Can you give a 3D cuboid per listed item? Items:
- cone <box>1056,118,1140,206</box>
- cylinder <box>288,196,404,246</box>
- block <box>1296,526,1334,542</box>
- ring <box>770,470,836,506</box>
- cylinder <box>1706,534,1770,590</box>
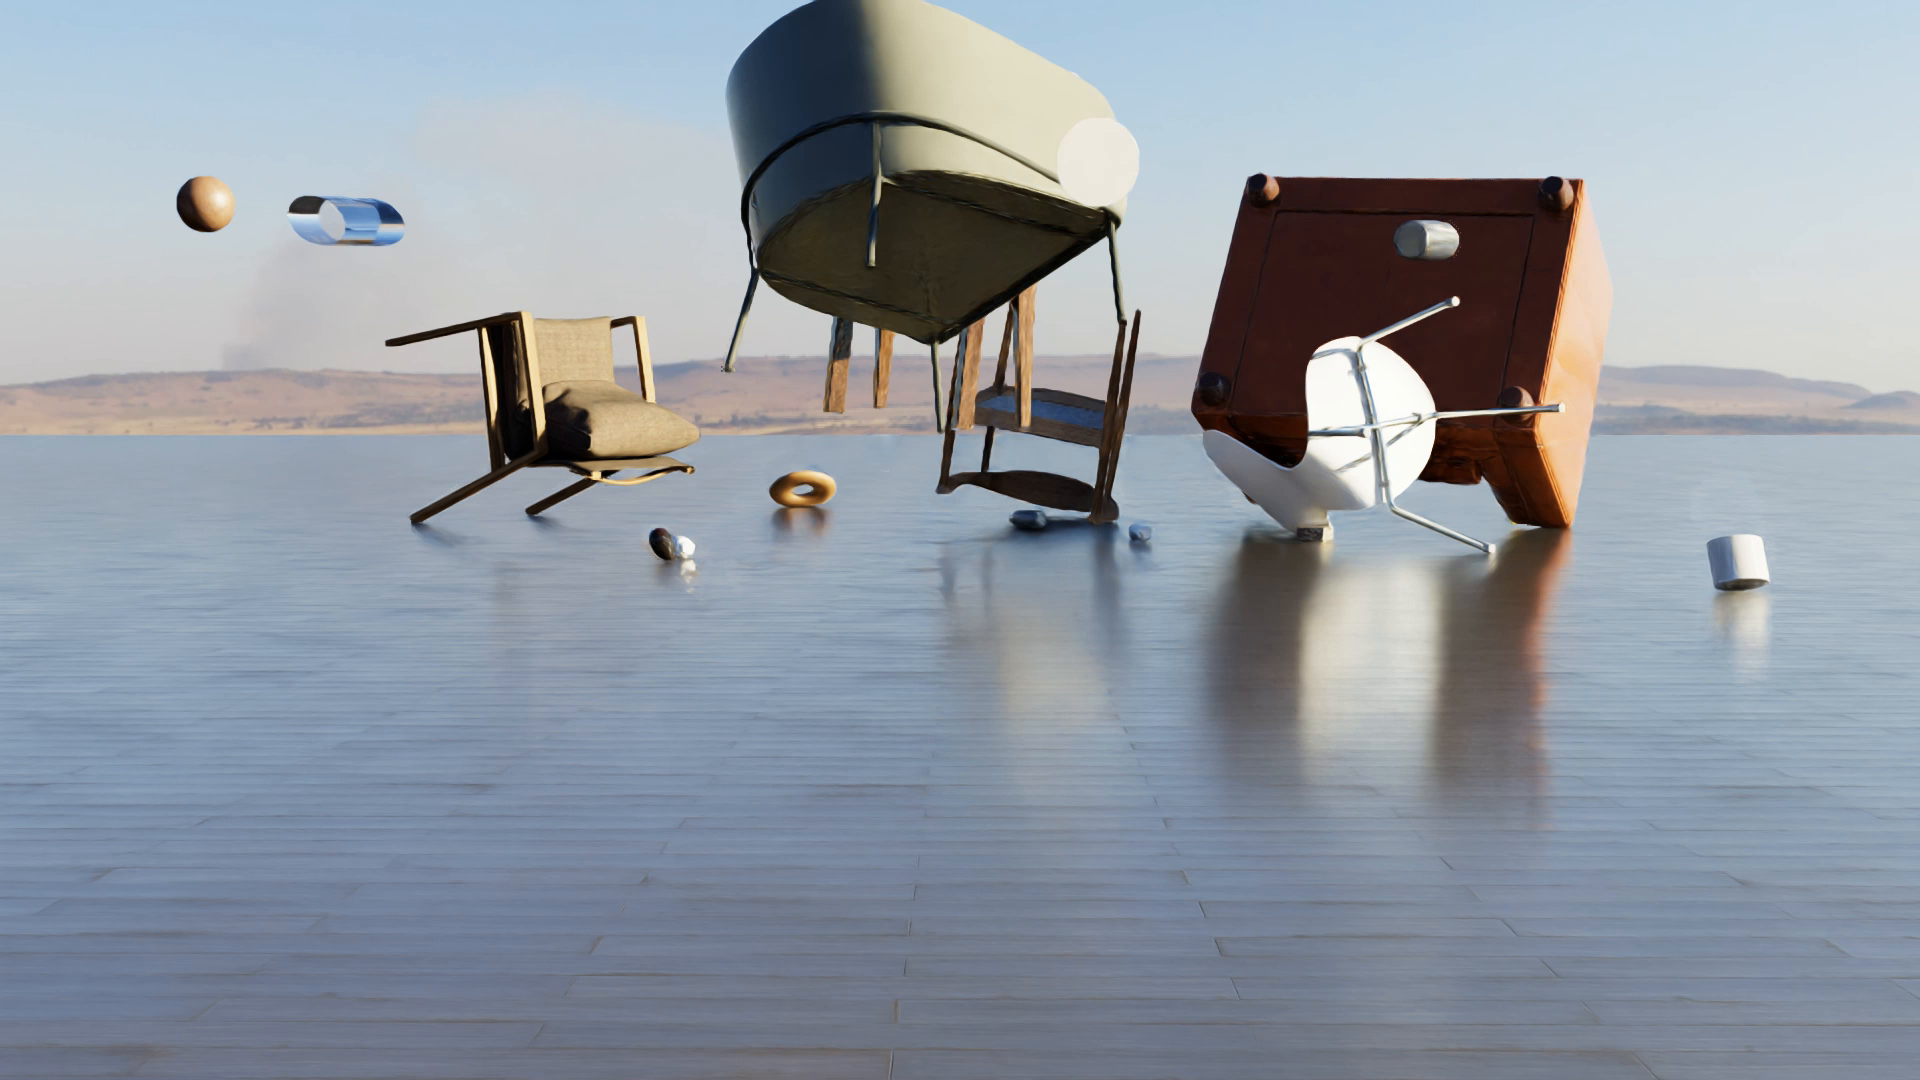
[{"bbox_3d":[0.269,-0.828,4.770,0.192,0.186,0.184,46,-1,-22],"label":"cone"},{"bbox_3d":[-1.792,-0.932,6.427,0.223,0.135,0.248,20,15,25],"label":"cylinder"},{"bbox_3d":[1.053,-0.019,6.515,0.083,0.041,0.091,2,4,29],"label":"block"},{"bbox_3d":[-0.596,-0.192,8.345,0.281,0.039,0.217,11,-41,-40],"label":"ring"},{"bbox_3d":[1.719,0.051,4.858,0.137,0.099,0.100,4,-19,-28],"label":"cylinder"}]
